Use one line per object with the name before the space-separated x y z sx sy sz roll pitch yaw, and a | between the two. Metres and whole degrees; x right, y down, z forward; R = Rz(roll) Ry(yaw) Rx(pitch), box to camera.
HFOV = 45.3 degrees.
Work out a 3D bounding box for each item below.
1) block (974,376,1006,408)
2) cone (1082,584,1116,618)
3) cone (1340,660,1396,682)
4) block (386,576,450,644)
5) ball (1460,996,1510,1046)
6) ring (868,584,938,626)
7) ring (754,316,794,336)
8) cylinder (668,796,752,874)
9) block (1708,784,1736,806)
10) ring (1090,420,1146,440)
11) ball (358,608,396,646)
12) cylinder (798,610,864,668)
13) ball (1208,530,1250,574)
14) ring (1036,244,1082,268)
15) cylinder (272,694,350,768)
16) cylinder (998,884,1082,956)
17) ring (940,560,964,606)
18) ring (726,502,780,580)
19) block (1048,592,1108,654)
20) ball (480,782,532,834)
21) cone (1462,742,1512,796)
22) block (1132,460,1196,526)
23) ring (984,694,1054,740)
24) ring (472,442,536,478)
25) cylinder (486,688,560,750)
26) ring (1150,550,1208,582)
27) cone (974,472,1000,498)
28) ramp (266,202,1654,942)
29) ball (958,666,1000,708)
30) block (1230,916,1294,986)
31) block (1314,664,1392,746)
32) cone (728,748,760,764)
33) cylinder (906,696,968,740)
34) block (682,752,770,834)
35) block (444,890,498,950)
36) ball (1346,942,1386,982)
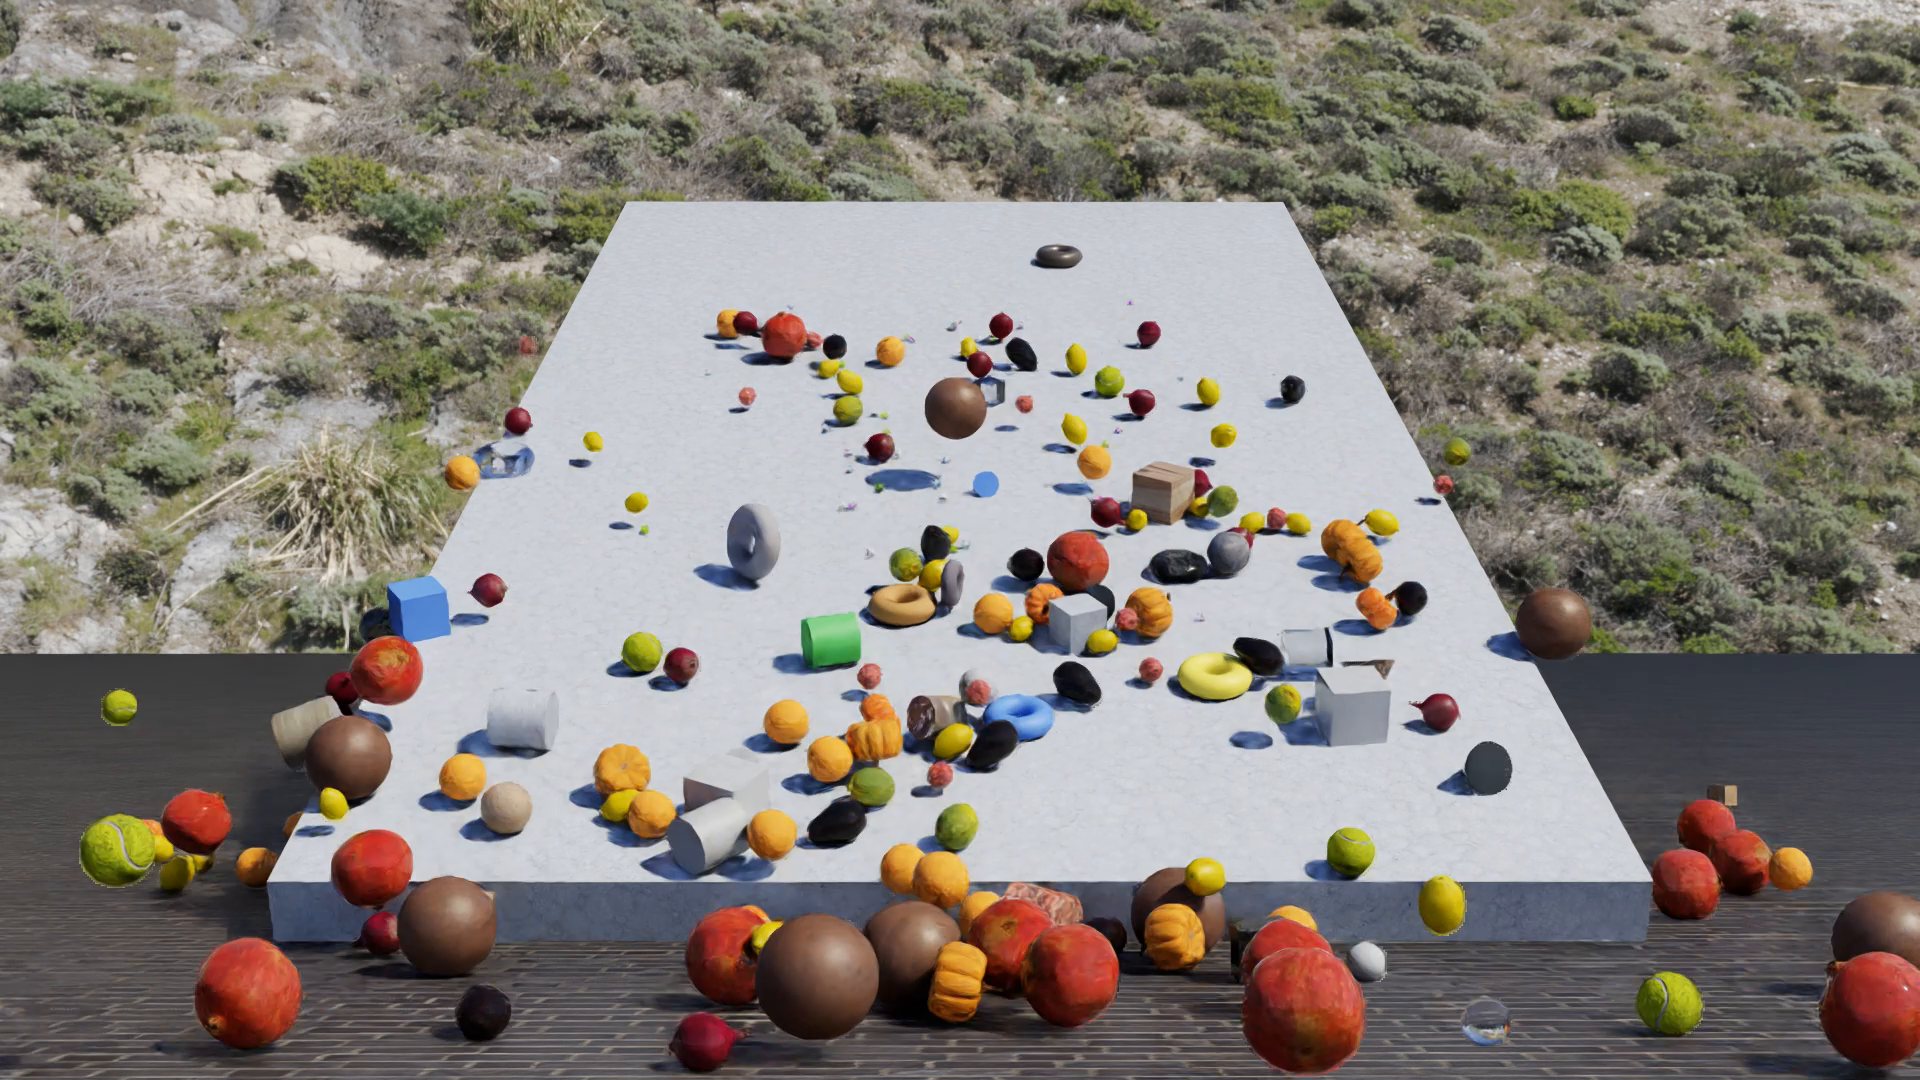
block | 0.067 -0.339 5.271 0.052 0.052 0.052 19 29 38
cone | 0.257 0.118 4.187 0.071 0.071 0.071 -1 -6 17
cone | 0.675 0.246 3.812 0.092 0.092 0.092 0 -3 0
block | -0.964 0.124 4.100 0.084 0.084 0.084 -12 25 -27
ball | 0.566 0.518 2.478 0.053 0.053 0.053 0 -3 0
ring | -0.104 0.117 4.175 0.125 0.042 0.125 -1 23 1
ring | -0.466 -0.535 5.769 0.103 0.034 0.103 1 22 0
cylinder | -0.364 0.430 3.351 0.087 0.087 0.087 -21 12 -40
block | 2.068 0.693 6.249 0.054 0.054 0.054 2 -3 -39
ring | 0.350 -0.241 5.095 0.127 0.042 0.127 1 5 0
ball | -1.049 0.157 4.153 0.070 0.070 0.070 0 -3 0
cylinder | -0.223 0.173 3.980 0.086 0.086 0.086 14 -8 -25
ball | 0.509 0.024 4.354 0.081 0.081 0.081 0 -3 0
ring | 0.274 -0.786 6.370 0.129 0.043 0.129 1 22 0
cylinder | -1.033 0.305 3.665 0.092 0.092 0.092 -20 -1 -4
cylinder | 0.109 0.516 3.133 0.085 0.085 0.085 5 0 31
ring | -0.014 0.078 4.176 0.029 0.086 0.086 6 -1 13
ring | -0.387 0.003 4.306 0.049 0.146 0.146 0 -2 -38
block | 0.207 0.147 4.060 0.075 0.075 0.075 -12 25 -26
ball | -0.678 0.400 3.439 0.078 0.078 0.078 0 -3 0
cone | 0.806 0.357 3.602 0.083 0.083 0.083 1 -6 -18
block | 0.409 -0.095 4.628 0.091 0.091 0.091 16 27 33
ring | 0.096 0.290 3.762 0.116 0.039 0.116 1 24 0
ring | -0.966 -0.170 4.866 0.134 0.045 0.134 0 24 0
cylinder | -0.700 0.286 3.690 0.093 0.093 0.093 3 -2 5
ring | 0.413 0.049 4.350 0.111 0.037 0.111 1 21 0
cone | 0.054 -0.113 4.757 0.054 0.054 0.054 0 -4 -1
ramp | -0.007 -0.223 5.187 2.000 0.100 4.000 0 22 0
ball | 0.031 0.241 3.766 0.067 0.067 0.067 0 -3 0
block | 0.385 0.525 2.945 0.069 0.069 0.069 -1 5 -3
block | 0.636 0.269 3.740 0.095 0.095 0.095 -3 23 -8
cone | -0.348 0.354 3.619 0.057 0.057 0.057 1 -5 -12
cylinder | -0.037 0.285 3.704 0.070 0.070 0.070 4 -5 -43
block | -0.349 0.388 3.451 0.092 0.092 0.092 13 25 28
block | -0.676 0.525 3.188 0.057 0.057 0.057 1 27 0
ball | 0.520 0.541 2.947 0.051 0.051 0.051 0 -3 0
